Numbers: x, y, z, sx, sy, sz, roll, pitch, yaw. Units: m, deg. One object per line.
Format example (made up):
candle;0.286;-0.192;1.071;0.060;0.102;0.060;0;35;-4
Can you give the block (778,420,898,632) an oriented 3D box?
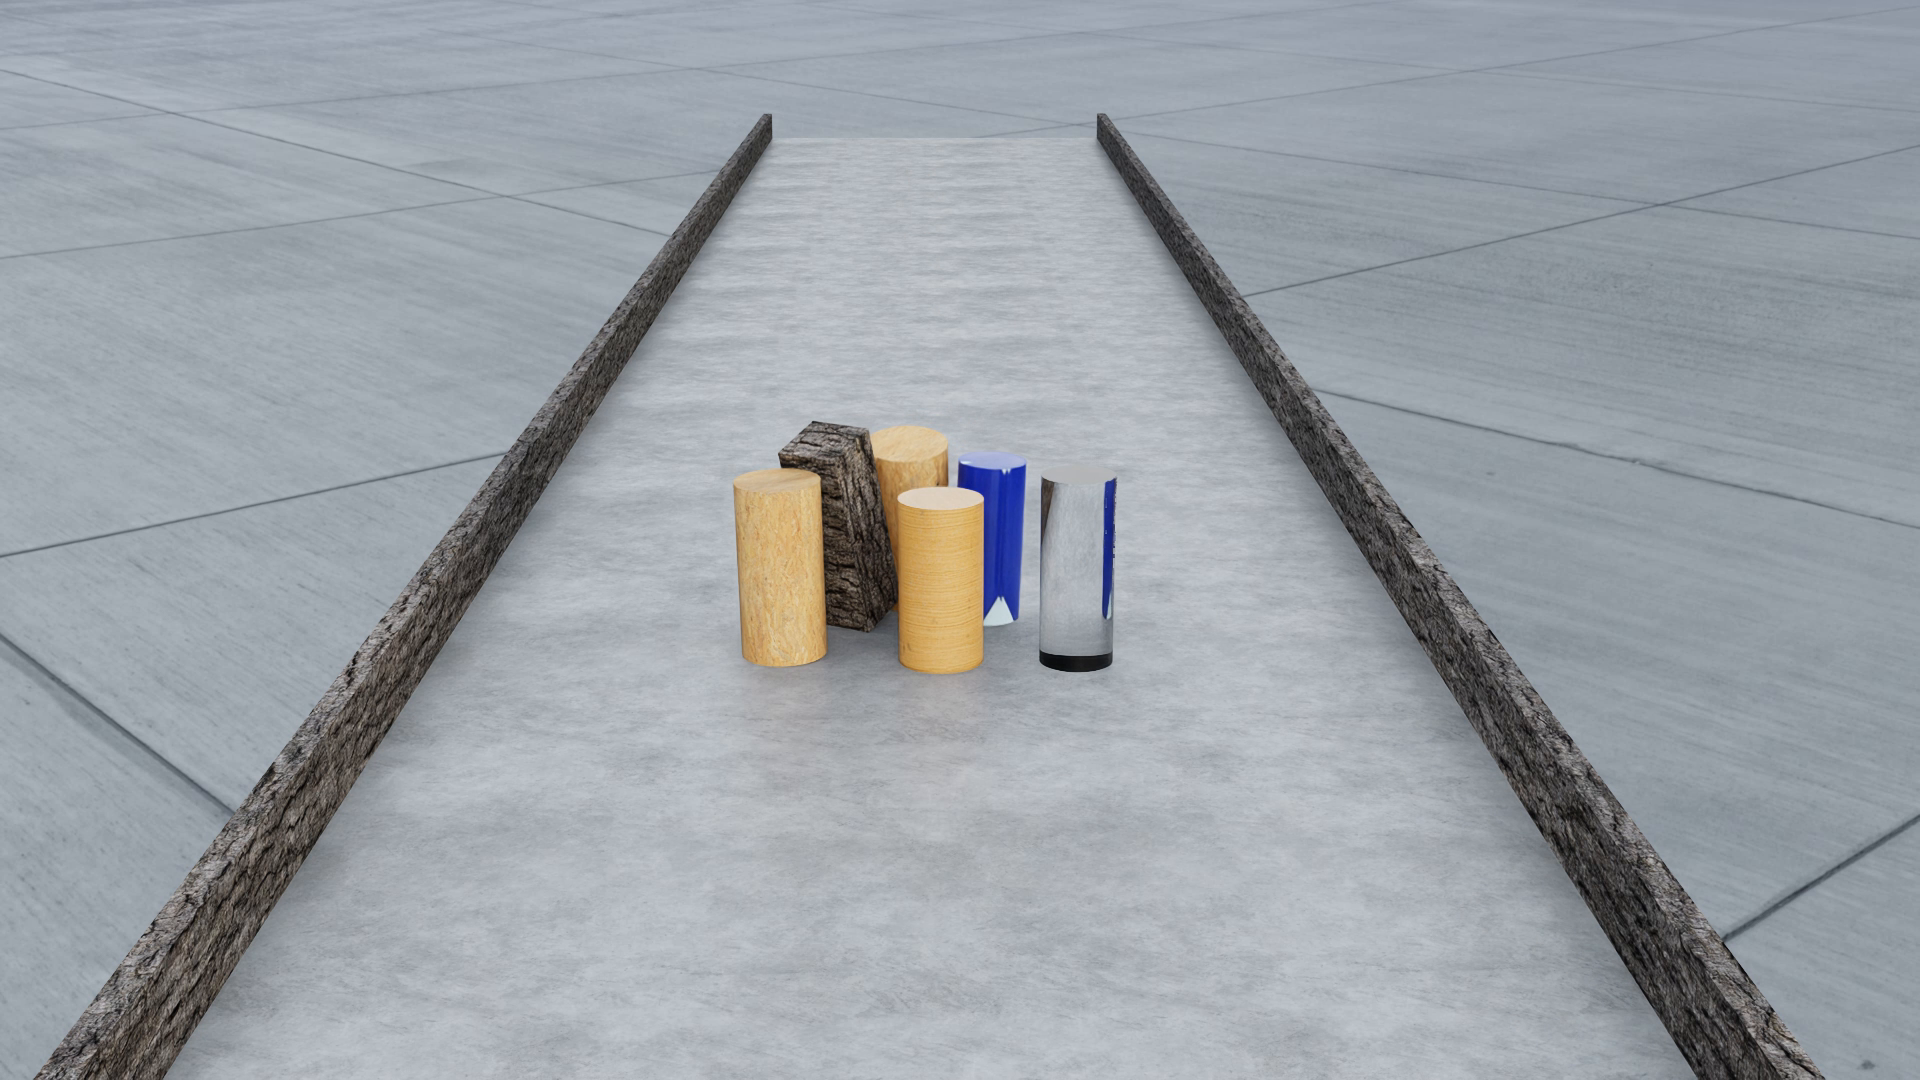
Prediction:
block;-0.246;-0.026;4.550;0.135;0.414;0.135;9;36;28

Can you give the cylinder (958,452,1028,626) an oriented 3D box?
cylinder;0.062;-0.004;4.636;0.144;0.340;0.144;2;17;-1

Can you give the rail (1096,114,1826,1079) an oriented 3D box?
rail;0.932;-0.844;7.801;0.050;0.150;12.000;0;17;-1

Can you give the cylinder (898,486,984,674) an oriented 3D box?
cylinder;-0.038;0.079;4.372;0.170;0.336;0.170;0;17;0

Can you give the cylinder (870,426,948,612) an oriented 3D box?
cylinder;-0.111;-0.044;4.700;0.176;0.358;0.176;-1;28;0

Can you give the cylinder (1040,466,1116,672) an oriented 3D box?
cylinder;0.233;0.056;4.363;0.148;0.385;0.148;0;17;0

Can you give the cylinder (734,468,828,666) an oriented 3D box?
cylinder;-0.359;0.054;4.403;0.173;0.361;0.173;-1;18;0

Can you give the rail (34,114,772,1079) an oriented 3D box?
rail;-1.118;-0.838;7.780;0.050;0.150;12.000;0;17;-1
